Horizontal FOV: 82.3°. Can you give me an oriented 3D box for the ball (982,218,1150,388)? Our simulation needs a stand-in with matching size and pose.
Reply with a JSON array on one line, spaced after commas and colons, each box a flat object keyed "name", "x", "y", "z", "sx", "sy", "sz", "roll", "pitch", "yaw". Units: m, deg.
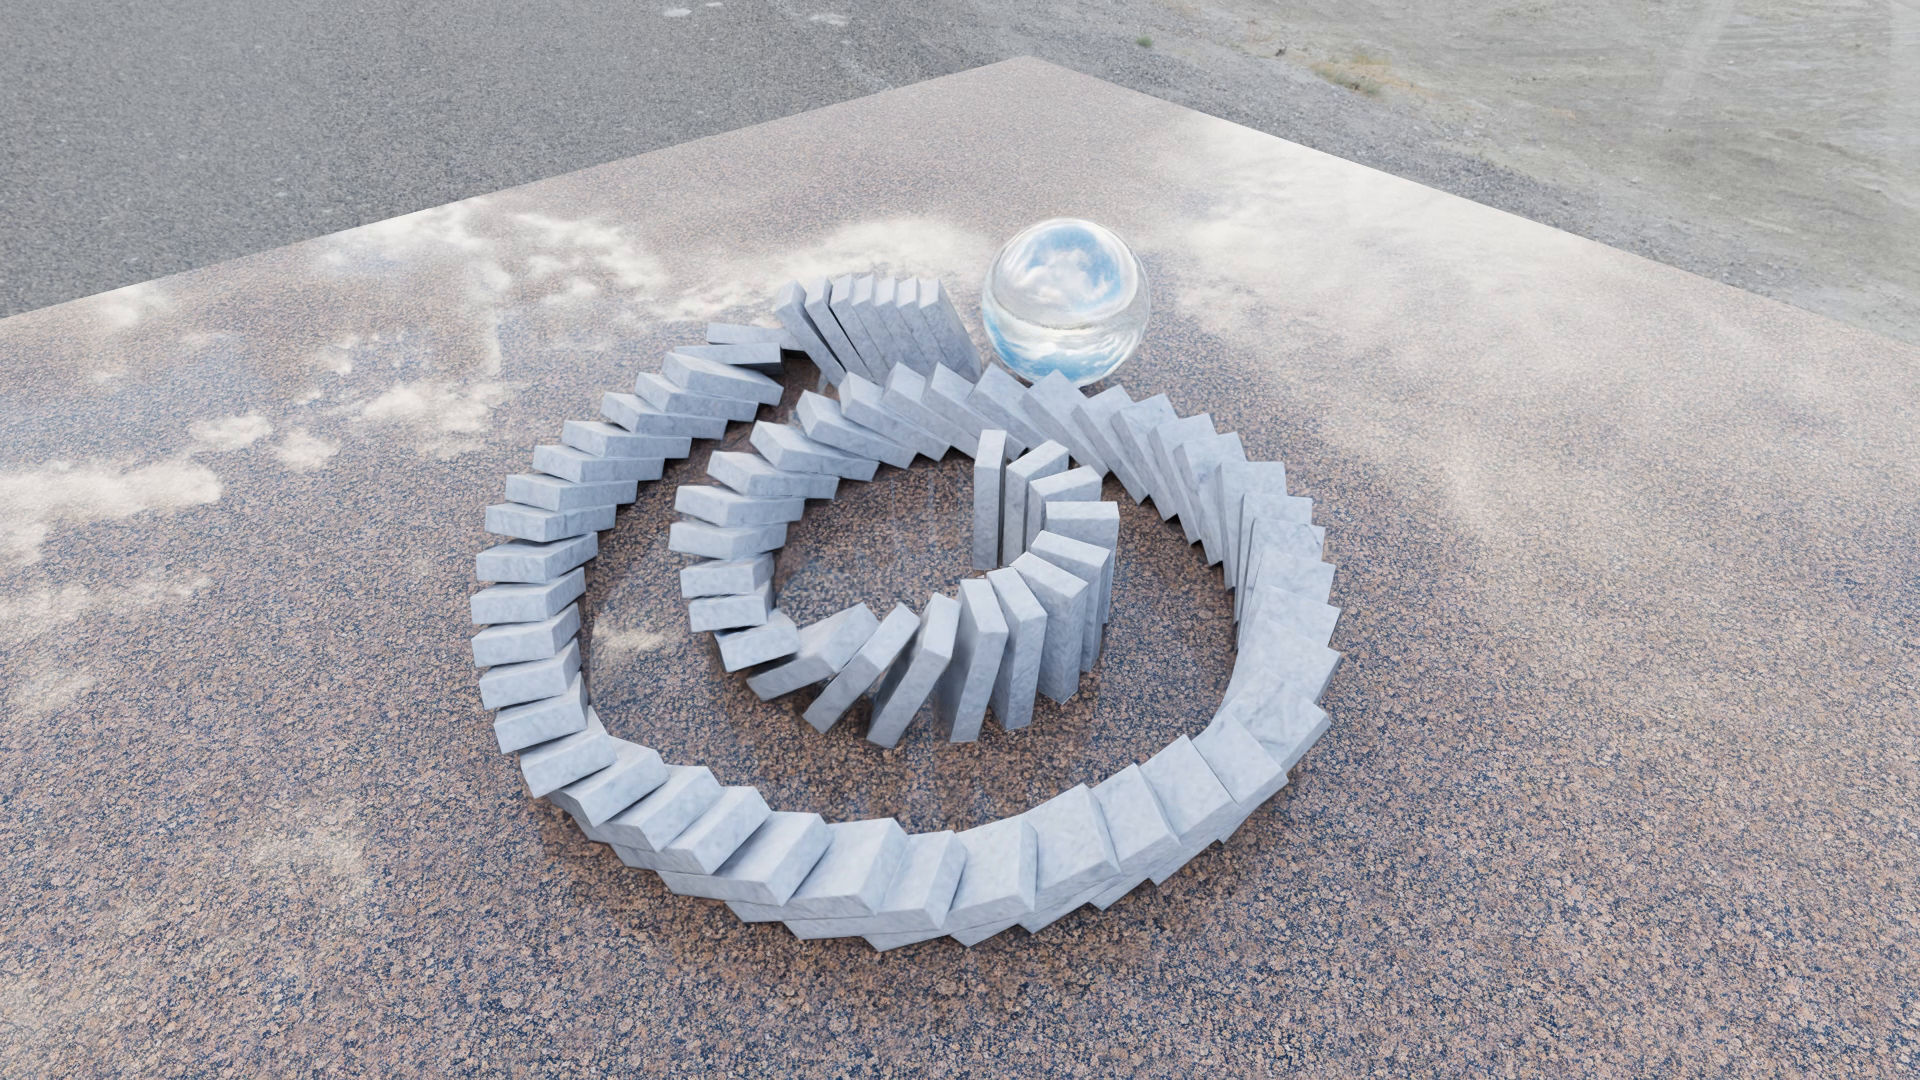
[{"name": "ball", "x": 0.050, "y": -0.112, "z": 0.525, "sx": 0.080, "sy": 0.080, "sz": 0.080, "roll": 0, "pitch": 39, "yaw": 0}]

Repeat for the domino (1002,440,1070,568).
[{"name": "domino", "x": 0.029, "y": -0.011, "z": 0.425, "sx": 0.009, "sy": 0.050, "sz": 0.025, "roll": 32, "pitch": 49, "yaw": 33}]

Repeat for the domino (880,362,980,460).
[{"name": "domino", "x": -0.010, "y": -0.058, "z": 0.493, "sx": 0.050, "sy": 0.010, "sz": 0.025, "roll": 30, "pitch": 32, "yaw": -16}]

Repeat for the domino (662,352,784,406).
[{"name": "domino", "x": -0.111, "y": -0.075, "z": 0.514, "sx": 0.050, "sy": 0.009, "sz": 0.025, "roll": 5, "pitch": 22, "yaw": -44}]

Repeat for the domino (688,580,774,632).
[{"name": "domino", "x": -0.081, "y": 0.023, "z": 0.394, "sx": 0.025, "sy": 0.009, "sz": 0.050, "roll": -6, "pitch": 5, "yaw": -6}]

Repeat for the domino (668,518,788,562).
[{"name": "domino", "x": -0.089, "y": -0.002, "z": 0.426, "sx": 0.025, "sy": 0.009, "sz": 0.050, "roll": 11, "pitch": 9, "yaw": 13}]

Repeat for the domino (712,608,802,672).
[{"name": "domino", "x": -0.071, "y": 0.034, "z": 0.380, "sx": 0.025, "sy": 0.010, "sz": 0.050, "roll": -16, "pitch": 6, "yaw": -15}]

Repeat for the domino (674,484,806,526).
[{"name": "domino", "x": -0.087, "y": -0.014, "z": 0.441, "sx": 0.025, "sy": 0.010, "sz": 0.050, "roll": 17, "pitch": 11, "yaw": 25}]

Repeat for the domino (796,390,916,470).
[{"name": "domino", "x": -0.045, "y": -0.048, "z": 0.483, "sx": 0.050, "sy": 0.009, "sz": 0.025, "roll": 16, "pitch": 29, "yaw": -33}]

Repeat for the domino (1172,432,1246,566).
[{"name": "domino", "x": 0.106, "y": -0.017, "z": 0.441, "sx": 0.025, "sy": 0.009, "sz": 0.050, "roll": -12, "pitch": 77, "yaw": -16}]

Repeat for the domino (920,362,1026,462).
[{"name": "domino", "x": 0.007, "y": -0.057, "z": 0.492, "sx": 0.050, "sy": 0.010, "sz": 0.025, "roll": 31, "pitch": 32, "yaw": -14}]

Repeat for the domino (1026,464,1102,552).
[{"name": "domino", "x": 0.038, "y": -0.002, "z": 0.414, "sx": 0.025, "sy": 0.050, "sz": 0.009, "roll": -17, "pitch": 42, "yaw": -19}]

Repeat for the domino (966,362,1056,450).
[{"name": "domino", "x": 0.028, "y": -0.056, "z": 0.491, "sx": 0.050, "sy": 0.010, "sz": 0.025, "roll": 36, "pitch": 38, "yaw": -6}]

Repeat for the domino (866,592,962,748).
[{"name": "domino", "x": -0.015, "y": 0.043, "z": 0.359, "sx": 0.009, "sy": 0.050, "sz": 0.025, "roll": 23, "pitch": 39, "yaw": -9}]

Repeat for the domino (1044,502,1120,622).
[{"name": "domino", "x": 0.043, "y": 0.009, "z": 0.401, "sx": 0.025, "sy": 0.050, "sz": 0.009, "roll": 0, "pitch": 39, "yaw": 0}]

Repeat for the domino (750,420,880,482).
[{"name": "domino", "x": -0.062, "y": -0.038, "z": 0.471, "sx": 0.050, "sy": 0.010, "sz": 0.025, "roll": 5, "pitch": 28, "yaw": -43}]

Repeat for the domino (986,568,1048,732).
[{"name": "domino", "x": 0.016, "y": 0.037, "z": 0.366, "sx": 0.010, "sy": 0.050, "sz": 0.025, "roll": -12, "pitch": 41, "yaw": -21}]

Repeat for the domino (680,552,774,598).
[{"name": "domino", "x": -0.085, "y": 0.012, "z": 0.407, "sx": 0.025, "sy": 0.010, "sz": 0.050, "roll": -4, "pitch": 5, "yaw": -1}]

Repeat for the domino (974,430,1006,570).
[{"name": "domino", "x": 0.012, "y": -0.015, "z": 0.430, "sx": 0.009, "sy": 0.050, "sz": 0.025, "roll": 5, "pitch": 40, "yaw": 6}]

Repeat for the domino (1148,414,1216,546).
[{"name": "domino", "x": 0.098, "y": -0.025, "z": 0.452, "sx": 0.025, "sy": 0.010, "sz": 0.050, "roll": -15, "pitch": 78, "yaw": -17}]

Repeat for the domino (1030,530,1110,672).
[{"name": "domino", "x": 0.037, "y": 0.022, "z": 0.385, "sx": 0.025, "sy": 0.050, "sz": 0.010, "roll": 17, "pitch": 42, "yaw": 19}]

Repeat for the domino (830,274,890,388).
[{"name": "domino", "x": -0.046, "y": -0.101, "z": 0.536, "sx": 0.010, "sy": 0.050, "sz": 0.025, "roll": -20, "pitch": 37, "yaw": 15}]

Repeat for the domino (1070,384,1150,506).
[{"name": "domino", "x": 0.073, "y": -0.042, "z": 0.477, "sx": 0.025, "sy": 0.010, "sz": 0.050, "roll": -27, "pitch": 74, "yaw": -29}]

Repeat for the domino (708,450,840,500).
[{"name": "domino", "x": -0.077, "y": -0.027, "z": 0.457, "sx": 0.025, "sy": 0.010, "sz": 0.050, "roll": 29, "pitch": 17, "yaw": 33}]

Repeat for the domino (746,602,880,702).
[{"name": "domino", "x": -0.050, "y": 0.038, "z": 0.370, "sx": 0.050, "sy": 0.009, "sz": 0.025, "roll": -25, "pitch": 18, "yaw": 48}]

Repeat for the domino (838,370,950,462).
[{"name": "domino", "x": -0.029, "y": -0.055, "z": 0.488, "sx": 0.050, "sy": 0.009, "sz": 0.025, "roll": 24, "pitch": 28, "yaw": -26}]

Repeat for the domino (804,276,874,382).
[{"name": "domino", "x": -0.057, "y": -0.101, "z": 0.536, "sx": 0.010, "sy": 0.050, "sz": 0.025, "roll": -22, "pitch": 36, "yaw": 16}]

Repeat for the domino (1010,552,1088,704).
[{"name": "domino", "x": 0.029, "y": 0.030, "z": 0.374, "sx": 0.025, "sy": 0.050, "sz": 0.009, "roll": 28, "pitch": 47, "yaw": 30}]

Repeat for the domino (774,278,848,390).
[{"name": "domino", "x": -0.070, "y": -0.100, "z": 0.536, "sx": 0.009, "sy": 0.050, "sz": 0.025, "roll": -26, "pitch": 35, "yaw": 19}]

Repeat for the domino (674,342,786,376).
[{"name": "domino", "x": -0.112, "y": -0.088, "z": 0.539, "sx": 0.050, "sy": 0.010, "sz": 0.025, "roll": -3, "pitch": -5, "yaw": -3}]

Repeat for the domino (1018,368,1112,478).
[{"name": "domino", "x": 0.052, "y": -0.051, "z": 0.487, "sx": 0.050, "sy": 0.010, "sz": 0.025, "roll": 45, "pitch": 49, "yaw": 6}]

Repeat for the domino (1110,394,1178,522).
[{"name": "domino", "x": 0.086, "y": -0.035, "z": 0.465, "sx": 0.025, "sy": 0.009, "sz": 0.050, "roll": -22, "pitch": 79, "yaw": -26}]

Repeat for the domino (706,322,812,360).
[{"name": "domino", "x": -0.099, "y": -0.100, "z": 0.554, "sx": 0.050, "sy": 0.009, "sz": 0.025, "roll": 7, "pitch": -1, "yaw": 8}]

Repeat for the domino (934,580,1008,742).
[{"name": "domino", "x": 0.003, "y": 0.040, "z": 0.362, "sx": 0.010, "sy": 0.050, "sz": 0.025, "roll": 1, "pitch": 38, "yaw": -18}]

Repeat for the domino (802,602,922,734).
[{"name": "domino", "x": -0.033, "y": 0.043, "z": 0.361, "sx": 0.010, "sy": 0.050, "sz": 0.025, "roll": 41, "pitch": 47, "yaw": -1}]
